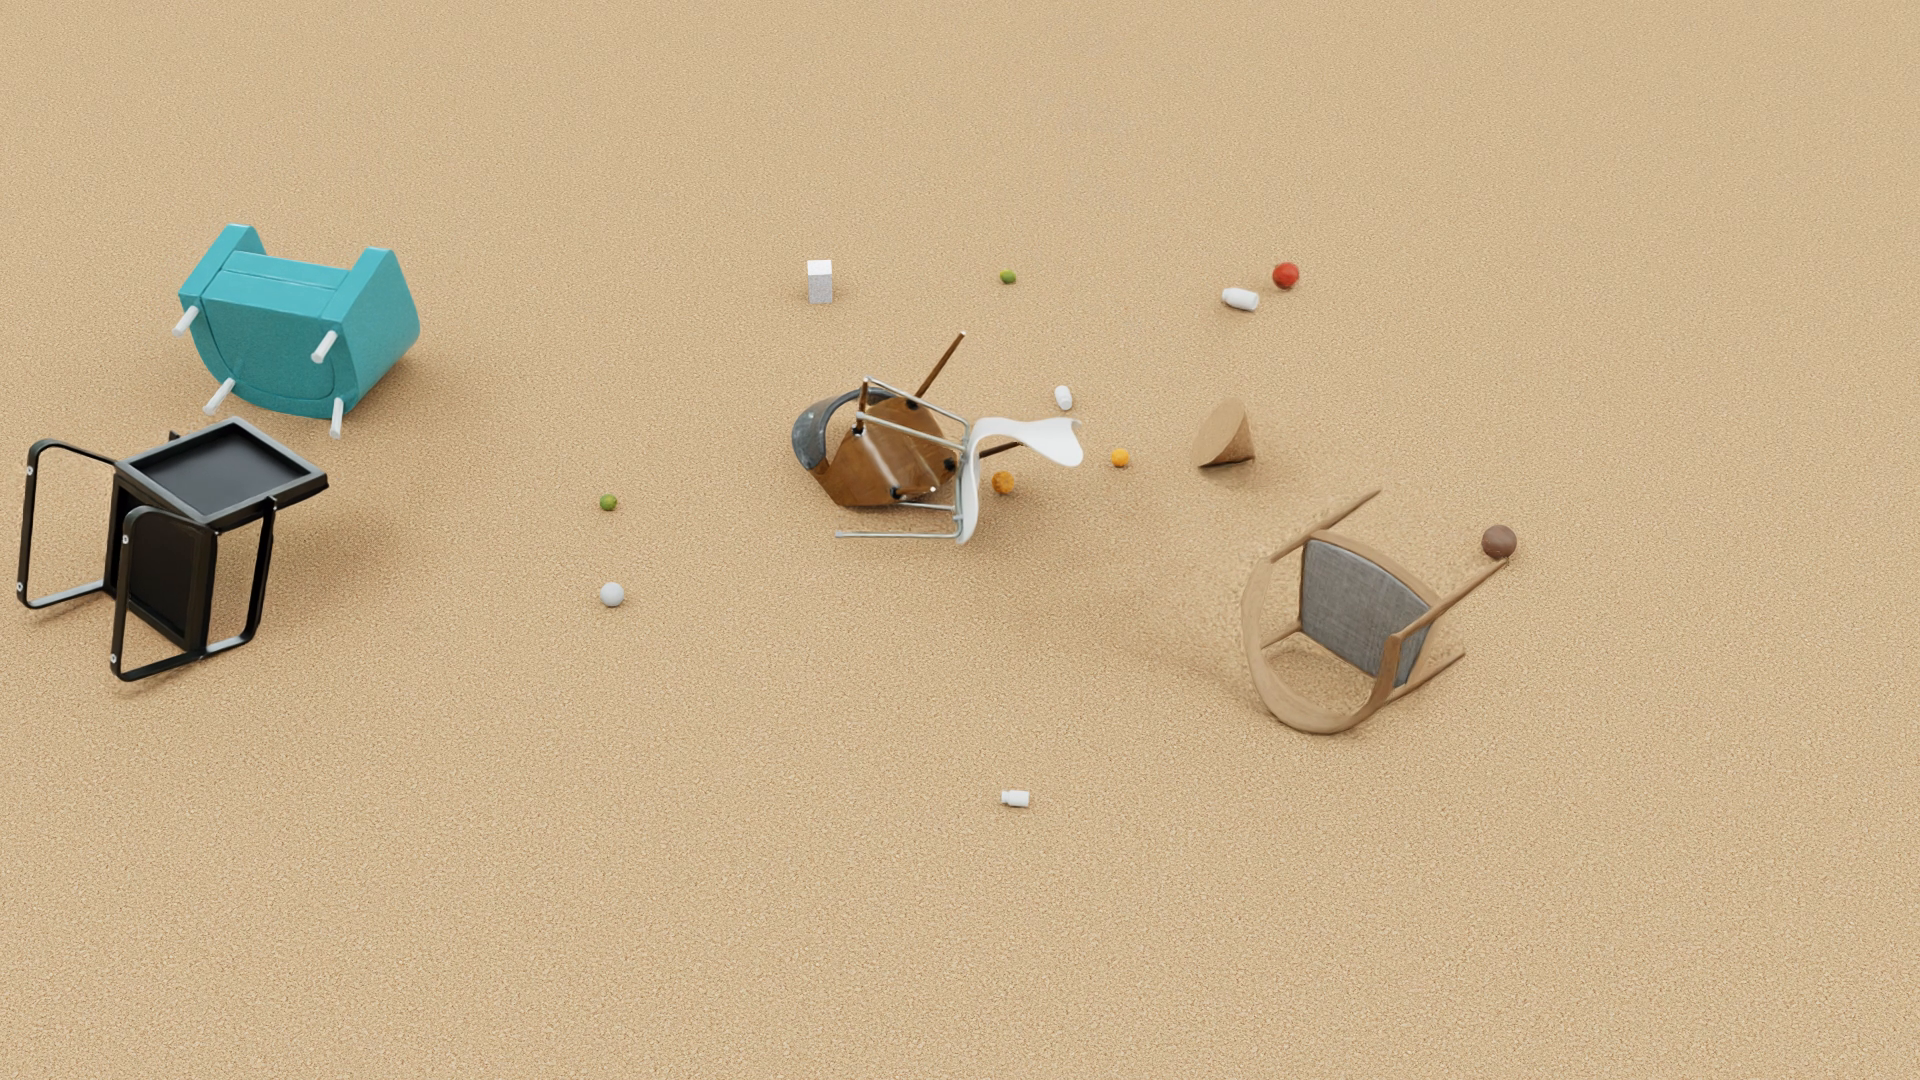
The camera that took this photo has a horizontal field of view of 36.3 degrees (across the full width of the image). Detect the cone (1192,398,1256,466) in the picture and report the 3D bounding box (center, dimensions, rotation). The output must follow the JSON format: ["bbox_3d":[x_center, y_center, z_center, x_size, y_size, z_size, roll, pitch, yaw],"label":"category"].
[{"bbox_3d":[1.076,-0.368,11.393,0.196,0.308,0.325,34,16,-19],"label":"cone"}]

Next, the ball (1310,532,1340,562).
[{"bbox_3d":[1.346,0.026,10.805,0.109,0.109,0.109,0,33,0],"label":"ball"}]

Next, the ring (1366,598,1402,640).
[{"bbox_3d":[1.517,0.279,10.486,0.108,0.039,0.264,13,36,20],"label":"ring"}]

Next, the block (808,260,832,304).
[{"bbox_3d":[-0.596,-1.100,12.489,0.099,0.138,0.126,-2,33,-4],"label":"block"}]

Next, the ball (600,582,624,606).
[{"bbox_3d":[-1.254,0.196,10.568,0.088,0.088,0.088,0,33,0],"label":"ball"}]
